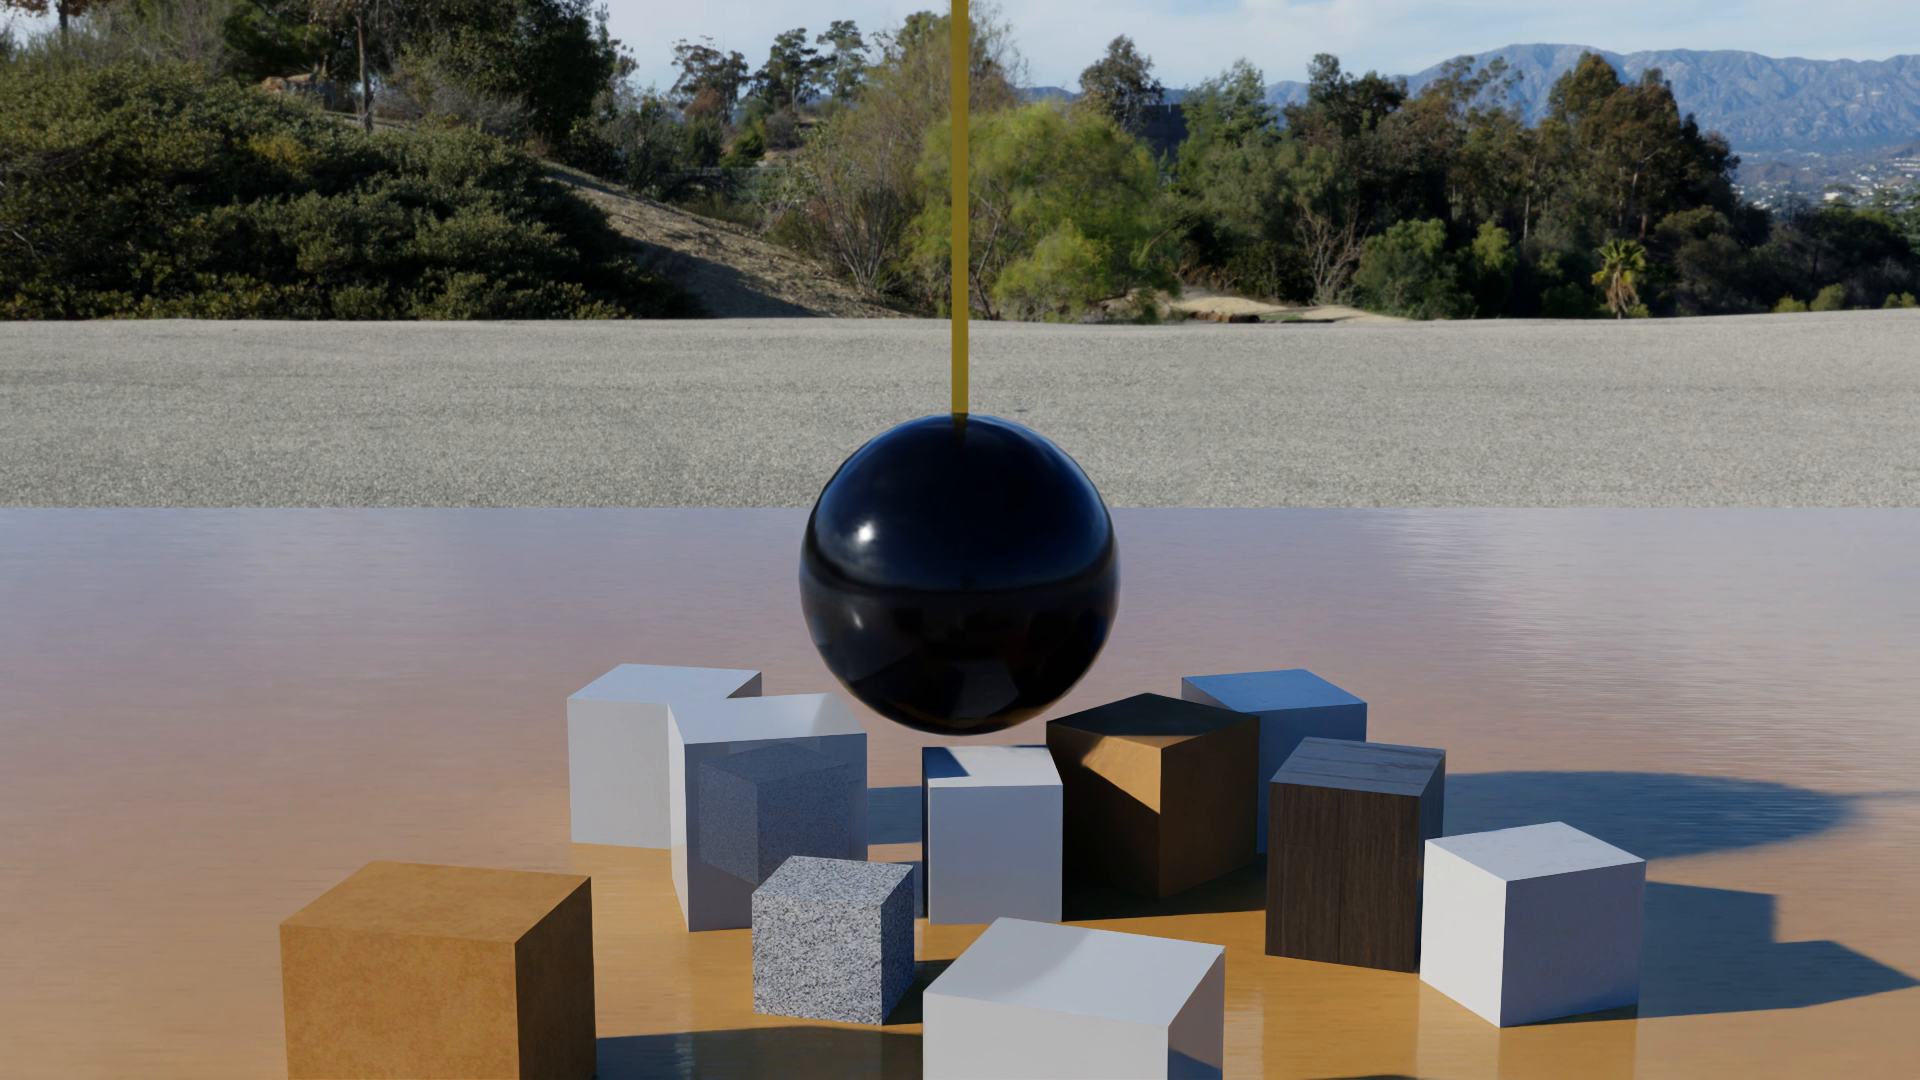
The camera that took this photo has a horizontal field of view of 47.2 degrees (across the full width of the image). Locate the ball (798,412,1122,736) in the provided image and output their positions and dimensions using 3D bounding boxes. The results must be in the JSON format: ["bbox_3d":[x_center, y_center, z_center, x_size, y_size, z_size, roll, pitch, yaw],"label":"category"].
[{"bbox_3d":[0.000,0.169,10.866,1.600,1.600,1.600,0,10,0],"label":"ball"}]

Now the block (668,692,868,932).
[{"bbox_3d":[-0.905,1.249,10.257,0.821,0.873,0.763,-2,11,-13],"label":"block"}]

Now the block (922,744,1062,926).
[{"bbox_3d":[0.140,1.364,10.252,0.601,0.649,0.663,-1,10,-4],"label":"block"}]

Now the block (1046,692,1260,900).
[{"bbox_3d":[0.940,1.231,10.739,0.699,0.736,0.785,9,14,42],"label":"block"}]

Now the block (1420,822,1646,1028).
[{"bbox_3d":[2.372,1.583,9.139,0.680,0.614,0.567,-4,11,-21],"label":"block"}]

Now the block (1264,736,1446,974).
[{"bbox_3d":[1.766,1.380,9.781,0.643,0.785,0.774,4,11,20],"label":"block"}]

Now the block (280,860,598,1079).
[{"bbox_3d":[-1.894,1.692,8.077,0.885,0.780,0.716,2,11,12],"label":"block"}]

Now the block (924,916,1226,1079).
[{"bbox_3d":[0.405,1.816,7.575,0.840,0.717,0.765,4,11,20],"label":"block"}]

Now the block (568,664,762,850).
[{"bbox_3d":[-1.506,1.110,11.354,0.776,0.754,0.758,2,11,12],"label":"block"}]

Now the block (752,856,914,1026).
[{"bbox_3d":[-0.517,1.646,9.094,0.542,0.507,0.505,3,11,14],"label":"block"}]

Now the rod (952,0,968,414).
[{"bbox_3d":[0.000,-3.205,10.448,0.080,5.200,0.080,0,7,0],"label":"rod"}]

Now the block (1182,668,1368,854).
[{"bbox_3d":[1.599,1.127,11.324,0.694,0.731,0.754,-3,11,-16],"label":"block"}]
